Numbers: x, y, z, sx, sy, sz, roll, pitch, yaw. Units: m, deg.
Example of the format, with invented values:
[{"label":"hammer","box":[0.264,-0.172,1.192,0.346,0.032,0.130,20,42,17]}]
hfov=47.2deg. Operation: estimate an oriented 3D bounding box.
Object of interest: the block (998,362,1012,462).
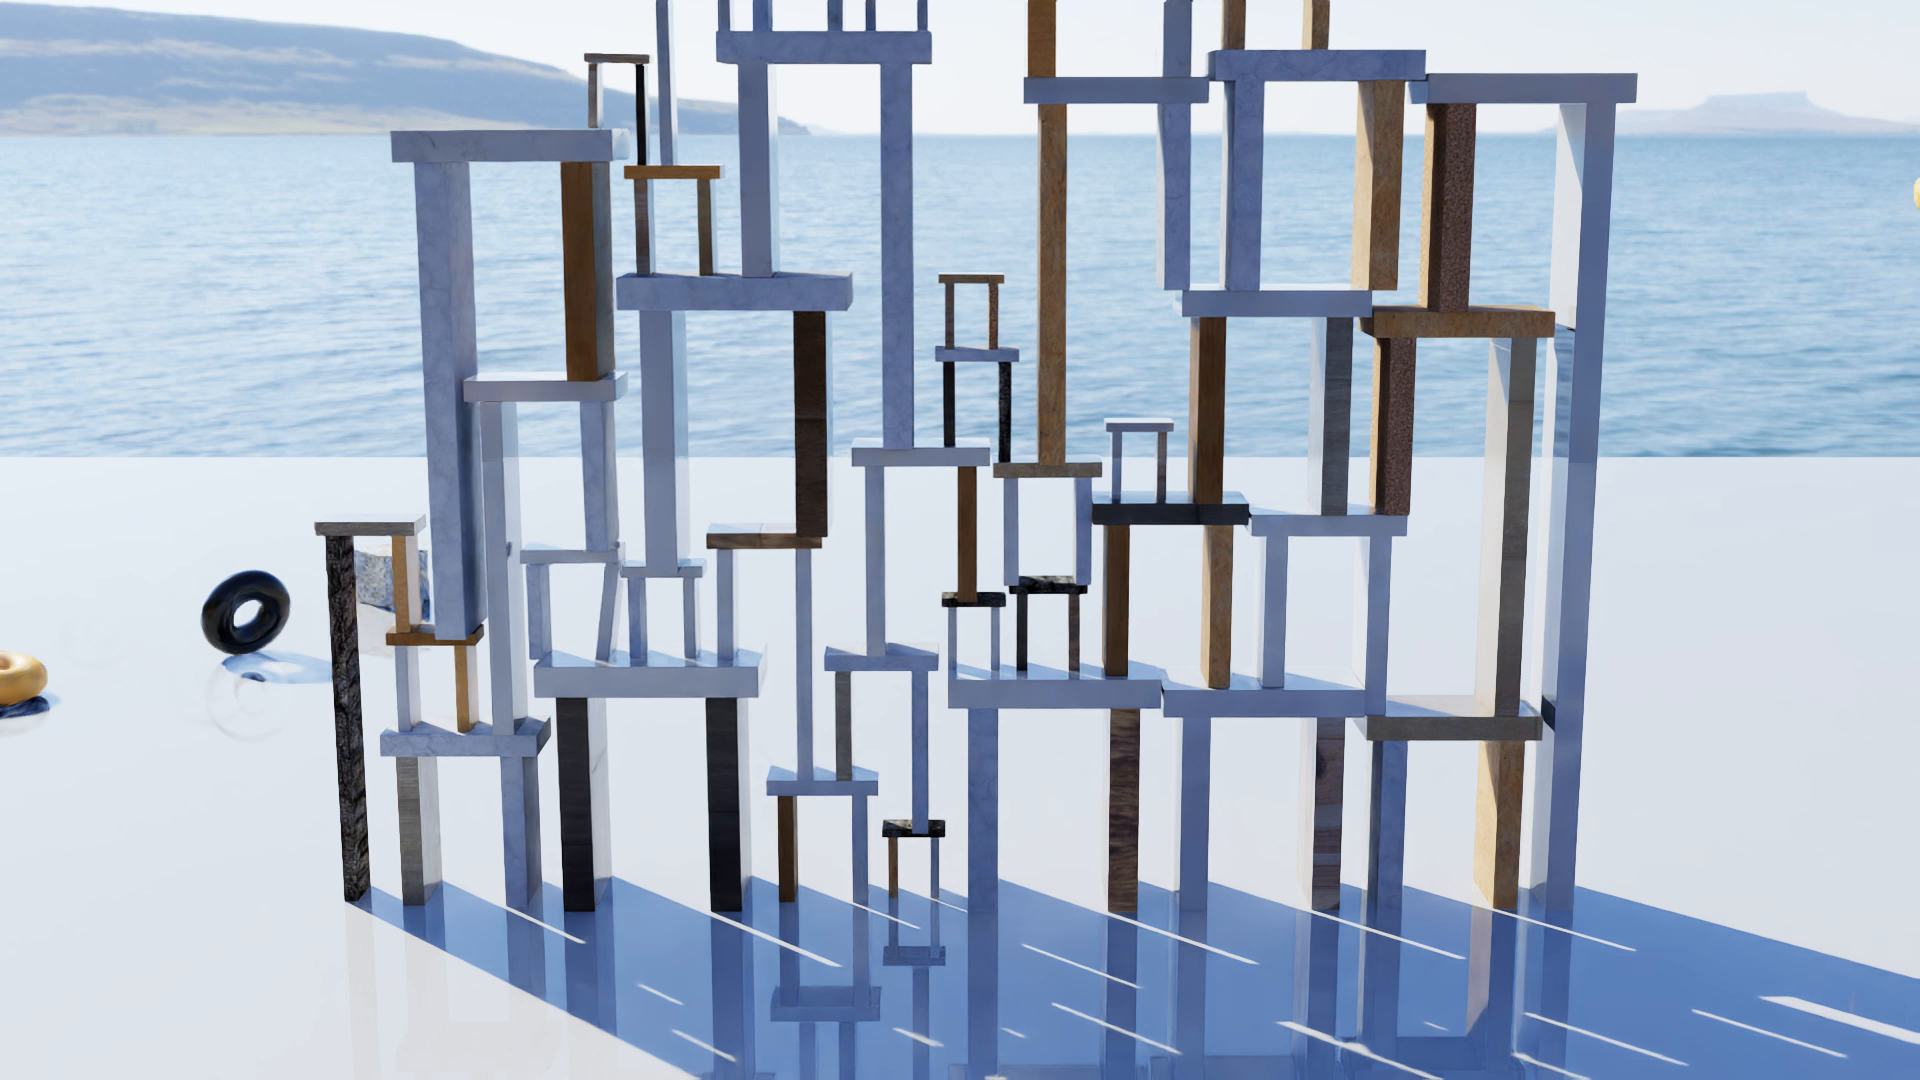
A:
[{"label":"block","box":[0.071,-0.209,3.521,0.019,0.159,0.067,0,11,-1]}]

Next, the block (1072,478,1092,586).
[{"label":"block","box":[0.197,-0.021,3.555,0.025,0.175,0.087,0,11,-1]}]

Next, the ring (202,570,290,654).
[{"label":"ring","box":[-1.727,0.176,5.319,0.225,0.225,0.075,-10,33,-44]}]

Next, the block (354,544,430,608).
[{"label":"block","box":[-1.538,0.094,5.946,0.141,0.141,0.141,10,14,39]}]

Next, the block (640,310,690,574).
[{"label":"block","box":[-0.472,-0.167,3.531,0.050,0.415,0.178,0,11,0]}]

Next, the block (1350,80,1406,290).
[{"label":"block","box":[0.656,-0.558,3.457,0.045,0.319,0.160,0,11,0]}]

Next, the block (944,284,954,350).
[{"label":"block","box":[-0.017,-0.357,3.493,0.015,0.103,0.052,0,11,-1]}]

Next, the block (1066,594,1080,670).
[{"label":"block","box":[0.185,0.144,3.590,0.018,0.127,0.063,-1,11,0]}]

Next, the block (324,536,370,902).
[{"label":"block","box":[-1.006,0.288,3.616,0.023,0.613,0.080,0,11,0]}]

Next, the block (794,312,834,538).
[{"label":"block","box":[-0.234,-0.196,3.524,0.050,0.356,0.178,0,11,0]}]

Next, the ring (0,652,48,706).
[{"label":"ring","box":[-2.171,0.311,4.928,0.235,0.078,0.235,4,14,-1]}]

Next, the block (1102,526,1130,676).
[{"label":"block","box":[0.252,0.087,3.572,0.035,0.247,0.123,0,11,0]}]

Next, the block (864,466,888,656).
[{"label":"block","box":[-0.135,0.026,3.565,0.031,0.309,0.110,0,11,0]}]

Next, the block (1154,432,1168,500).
[{"label":"block","box":[0.323,-0.124,3.541,0.015,0.108,0.054,0,11,-1]}]

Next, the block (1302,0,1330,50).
[{"label":"block","box":[0.552,-0.854,3.398,0.027,0.192,0.096,1,11,0]}]

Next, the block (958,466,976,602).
[{"label":"block","box":[0.011,-0.018,3.557,0.031,0.220,0.110,0,11,0]}]

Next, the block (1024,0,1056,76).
[{"label":"block","box":[0.124,-0.871,3.391,0.044,0.310,0.155,0,11,0]}]

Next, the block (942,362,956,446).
[{"label":"block","box":[-0.017,-0.222,3.519,0.019,0.133,0.067,0,11,0]}]

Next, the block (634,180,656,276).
[{"label":"block","box":[-0.497,-0.495,3.472,0.021,0.149,0.075,0,11,0]}]

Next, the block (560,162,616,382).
[{"label":"block","box":[-0.588,-0.429,3.480,0.048,0.338,0.169,0,11,1]}]

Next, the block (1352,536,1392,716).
[{"label":"block","box":[0.669,0.128,3.582,0.035,0.294,0.124,0,11,0]}]

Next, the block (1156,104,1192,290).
[{"label":"block","box":[0.335,-0.540,3.456,0.040,0.284,0.142,-1,11,0]}]

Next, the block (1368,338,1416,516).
[{"label":"block","box":[0.692,-0.190,3.525,0.040,0.282,0.141,0,11,0]}]

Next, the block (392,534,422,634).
[{"label":"block","box":[-0.899,0.065,3.575,0.023,0.159,0.080,0,11,0]}]

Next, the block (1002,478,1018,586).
[{"label":"block","box":[0.081,-0.021,3.554,0.025,0.175,0.087,0,11,-1]}]

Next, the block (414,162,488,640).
[{"label":"block","box":[-0.812,-0.225,3.517,0.048,0.749,0.169,0,11,0]}]

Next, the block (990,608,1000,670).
[{"label":"block","box":[0.057,0.155,3.590,0.015,0.104,0.052,0,11,0]}]

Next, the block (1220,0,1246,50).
[{"label":"block","box":[0.424,-0.854,3.398,0.027,0.192,0.096,0,11,0]}]

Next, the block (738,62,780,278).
[{"label":"block","box":[-0.315,-0.581,3.452,0.046,0.327,0.163,0,11,0]}]

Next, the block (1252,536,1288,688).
[{"label":"block","box":[0.504,0.105,3.578,0.035,0.248,0.124,0,11,0]}]

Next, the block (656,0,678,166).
[{"label":"block","box":[-0.456,-0.755,3.411,0.020,0.340,0.069,-1,11,-1]}]

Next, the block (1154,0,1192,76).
[{"label":"block","box":[0.330,-0.872,3.391,0.044,0.310,0.155,0,11,0]}]

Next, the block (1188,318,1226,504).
[{"label":"block","box":[0.395,-0.215,3.521,0.042,0.295,0.148,0,11,1]}]

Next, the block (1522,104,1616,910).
[{"label":"block","box":[0.979,-0.046,3.552,0.045,1.293,0.159,0,11,0]}]

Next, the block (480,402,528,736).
[{"label":"block","box":[-0.739,0.039,3.567,0.034,0.541,0.120,0,11,0]}]

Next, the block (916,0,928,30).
[{"label":"block","box":[-0.058,-0.846,3.405,0.017,0.120,0.060,0,11,0]}]

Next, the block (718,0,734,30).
[{"label":"block","box":[-0.363,-0.855,3.399,0.020,0.138,0.069,0,11,0]}]

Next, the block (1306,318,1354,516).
[{"label":"block","box":[0.592,-0.206,3.522,0.042,0.314,0.148,0,11,0]}]

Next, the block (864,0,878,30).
[{"label":"block","box":[-0.138,-0.846,3.405,0.017,0.120,0.060,0,11,0]}]

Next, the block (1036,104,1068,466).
[{"label":"block","box":[0.145,-0.405,3.481,0.040,0.559,0.142,0,11,0]}]

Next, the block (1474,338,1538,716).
[{"label":"block","box":[0.880,-0.029,3.555,0.040,0.611,0.141,0,11,0]}]

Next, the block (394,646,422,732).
[{"label":"block","box":[-0.903,0.235,3.599,0.020,0.144,0.072,0,11,0]}]

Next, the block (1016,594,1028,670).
[{"label":"block","box":[0.101,0.144,3.590,0.018,0.127,0.063,0,10,0]}]

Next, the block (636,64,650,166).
[{"label":"block","box":[-0.496,-0.665,3.438,0.014,0.154,0.050,0,10,-1]}]

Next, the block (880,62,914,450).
[{"label":"block","box":[-0.099,-0.449,3.476,0.046,0.595,0.163,0,11,0]}]

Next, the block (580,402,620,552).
[{"label":"block","box":[-0.580,-0.111,3.540,0.034,0.240,0.120,-1,11,1]}]

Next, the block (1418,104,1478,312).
[{"label":"block","box":[0.767,-0.525,3.463,0.045,0.319,0.159,0,11,0]}]

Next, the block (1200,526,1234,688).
[{"label":"block","box":[0.417,0.096,3.574,0.035,0.266,0.123,0,11,0]}]

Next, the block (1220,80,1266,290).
[{"label":"block","box":[0.442,-0.558,3.457,0.045,0.320,0.160,0,11,0]}]

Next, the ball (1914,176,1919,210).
[{"label":"ball","box":[2.497,-0.883,5.578,0.145,0.145,0.145,0,11,0]}]

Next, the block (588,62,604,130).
[{"label":"block","box":[-0.567,-0.692,3.427,0.014,0.101,0.050,2,10,1]}]

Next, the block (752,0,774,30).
[{"label":"block","box":[-0.306,-0.872,3.396,0.024,0.172,0.086,0,10,0]}]

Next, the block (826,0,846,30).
[{"label":"block","box":[-0.191,-0.871,3.396,0.024,0.172,0.086,0,10,0]}]

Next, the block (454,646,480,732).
[{"label":"block","box":[-0.807,0.235,3.599,0.020,0.144,0.072,0,11,0]}]

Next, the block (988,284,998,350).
[{"label":"block","box":[0.053,-0.357,3.494,0.015,0.103,0.052,0,11,-2]}]

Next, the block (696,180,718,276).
[{"label":"block","box":[-0.398,-0.494,3.470,0.021,0.149,0.075,-1,11,0]}]

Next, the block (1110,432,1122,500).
[{"label":"block","box":[0.251,-0.124,3.541,0.015,0.108,0.054,0,11,0]}]
